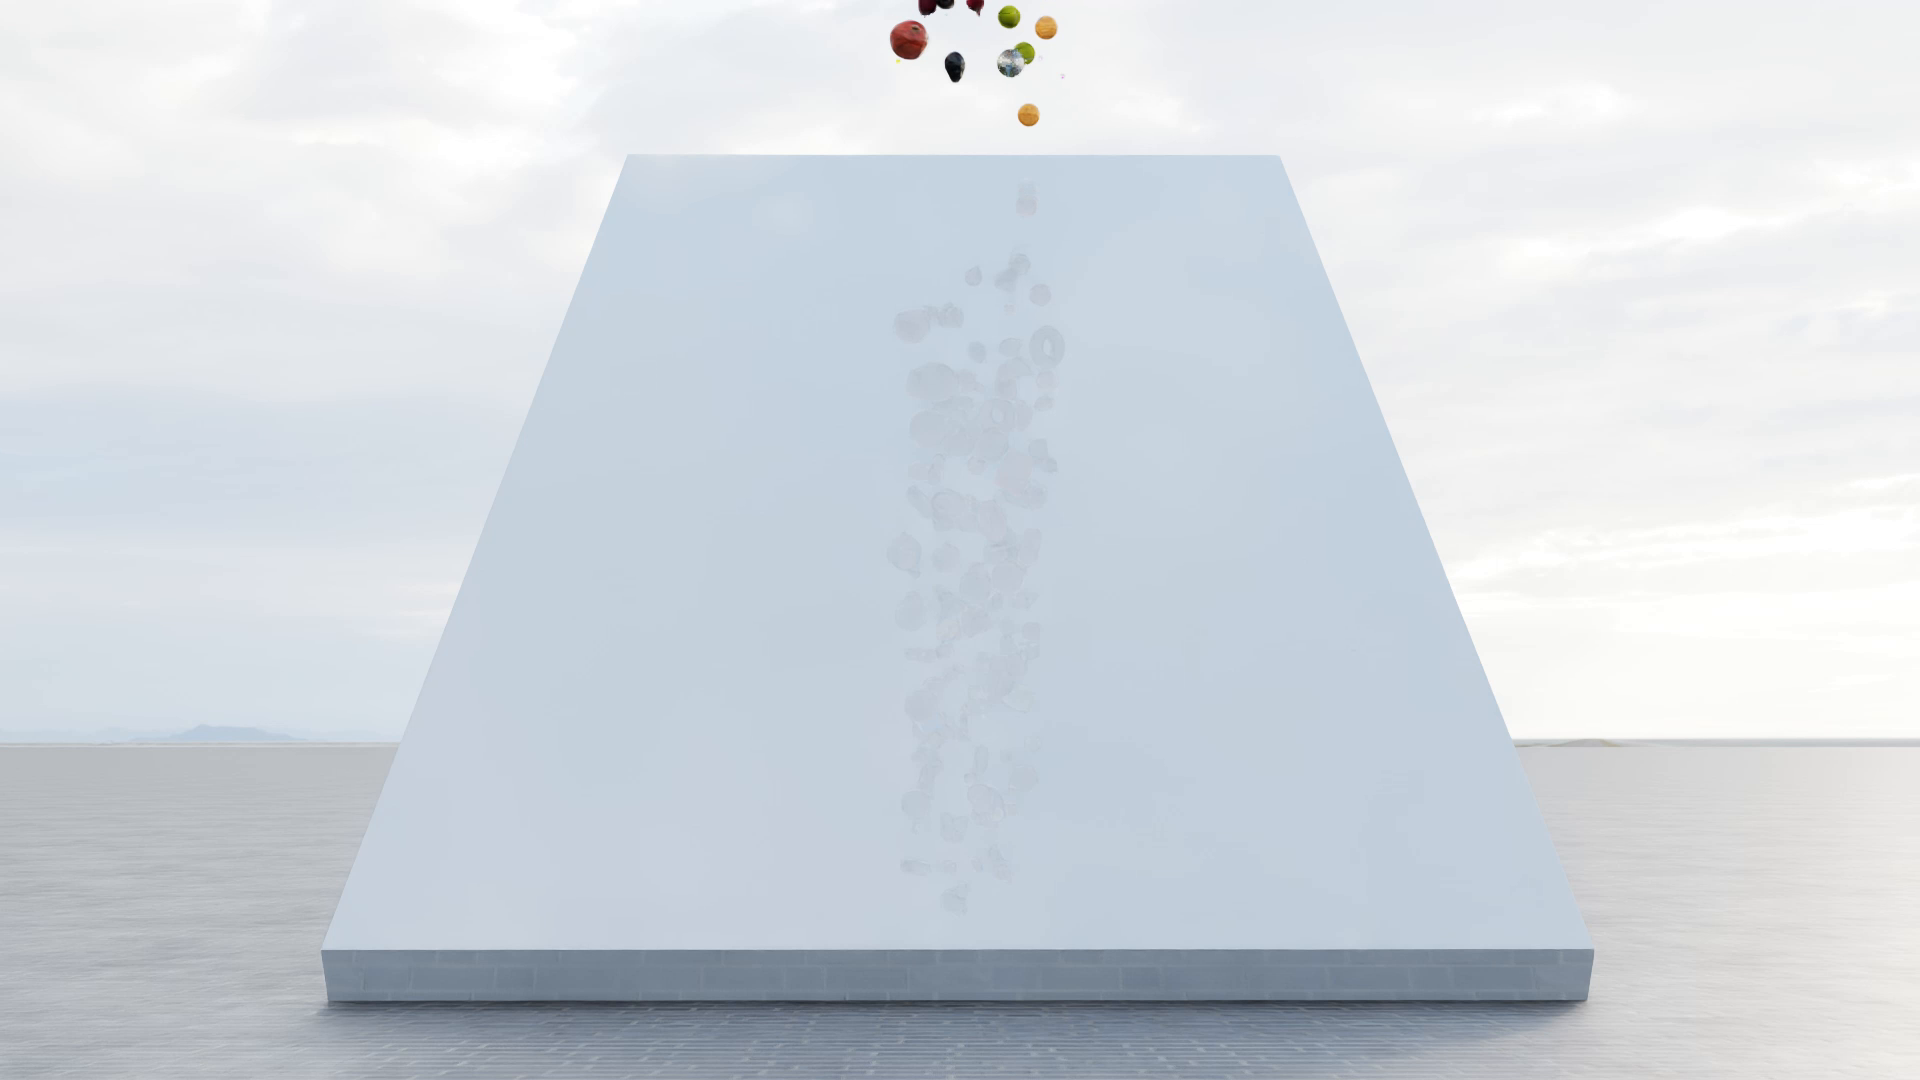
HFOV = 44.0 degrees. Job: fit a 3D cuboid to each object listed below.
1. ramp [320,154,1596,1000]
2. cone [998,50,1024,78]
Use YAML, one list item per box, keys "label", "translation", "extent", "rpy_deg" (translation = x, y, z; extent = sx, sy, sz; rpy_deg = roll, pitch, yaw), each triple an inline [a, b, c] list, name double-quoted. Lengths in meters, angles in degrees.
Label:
- label: "ramp"
  translation: [-0.011, -0.226, 5.526]
  extent: [2.000, 0.100, 4.000]
  rpy_deg: [0, 27, 0]
- label: "cone"
  translation: [0.155, -1.410, 7.009]
  extent: [0.082, 0.082, 0.082]
  rpy_deg: [0, 9, -5]
